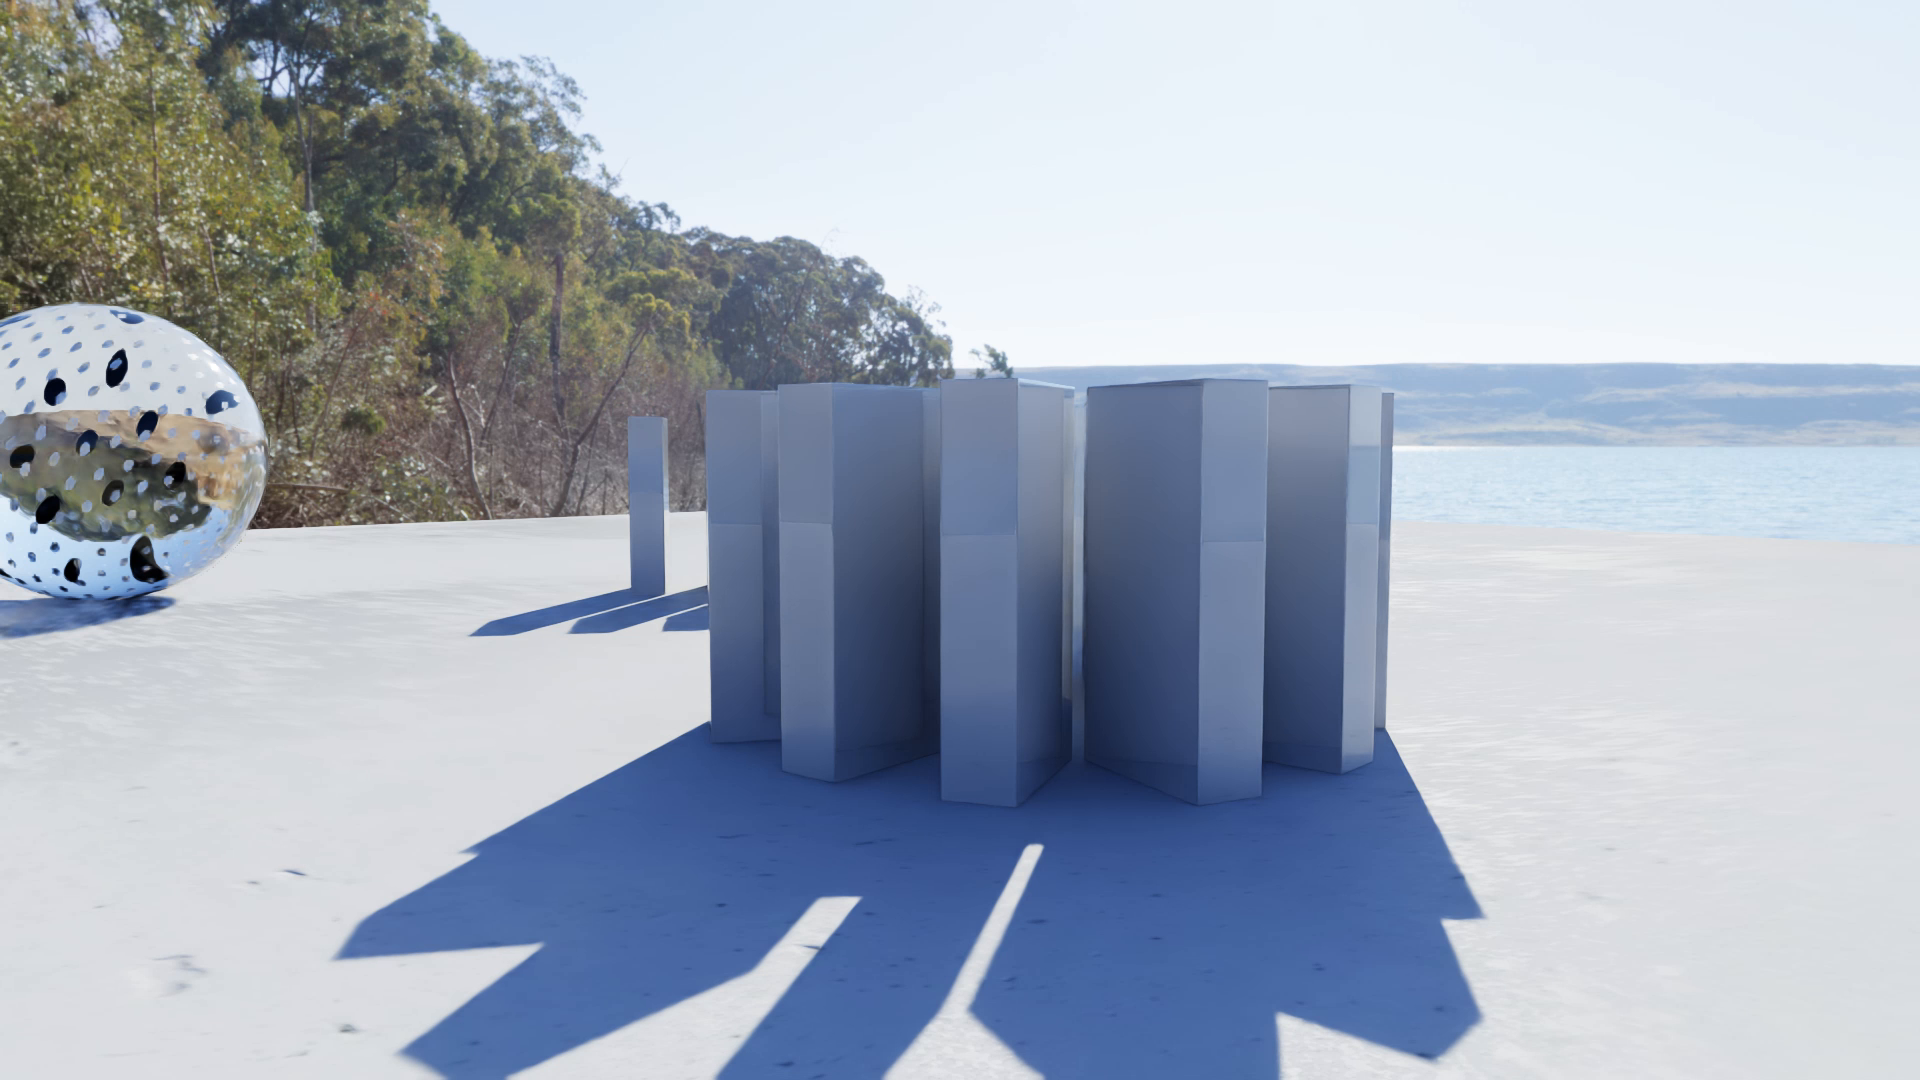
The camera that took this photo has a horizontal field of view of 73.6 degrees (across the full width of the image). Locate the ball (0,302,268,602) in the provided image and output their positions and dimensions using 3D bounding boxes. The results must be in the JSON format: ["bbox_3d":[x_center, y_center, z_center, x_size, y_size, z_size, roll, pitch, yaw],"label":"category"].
[{"bbox_3d":[-0.232,-0.023,0.346,0.080,0.080,0.080,0,4,0],"label":"ball"}]

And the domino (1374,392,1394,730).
[{"bbox_3d":[0.051,0.003,0.193,0.025,0.050,0.010,0,4,-6],"label":"domino"}]

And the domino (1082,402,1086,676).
[{"bbox_3d":[0.027,0.001,0.224,0.009,0.050,0.025,0,4,3],"label":"domino"}]

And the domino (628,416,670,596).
[{"bbox_3d":[-0.090,-0.010,0.371,0.010,0.050,0.025,-1,4,-10],"label":"domino"}]

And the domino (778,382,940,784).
[{"bbox_3d":[-0.012,0.005,0.172,0.010,0.050,0.025,3,5,38],"label":"domino"}]

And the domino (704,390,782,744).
[{"bbox_3d":[-0.024,0.003,0.188,0.025,0.050,0.010,-1,4,-12],"label":"domino"}]

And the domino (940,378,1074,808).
[{"bbox_3d":[0.006,0.005,0.161,0.010,0.050,0.025,2,5,20],"label":"domino"}]

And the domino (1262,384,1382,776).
[{"bbox_3d":[0.043,0.004,0.175,0.025,0.050,0.010,4,6,42],"label":"domino"}]

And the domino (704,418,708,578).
[{"bbox_3d":[-0.069,-0.011,0.375,0.010,0.050,0.025,-1,4,-10],"label":"domino"}]

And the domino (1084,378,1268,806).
[{"bbox_3d":[0.027,0.005,0.162,0.009,0.050,0.025,-2,5,-26],"label":"domino"}]

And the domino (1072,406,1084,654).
[{"bbox_3d":[0.015,-0.003,0.269,0.025,0.050,0.009,3,5,36],"label":"domino"}]
